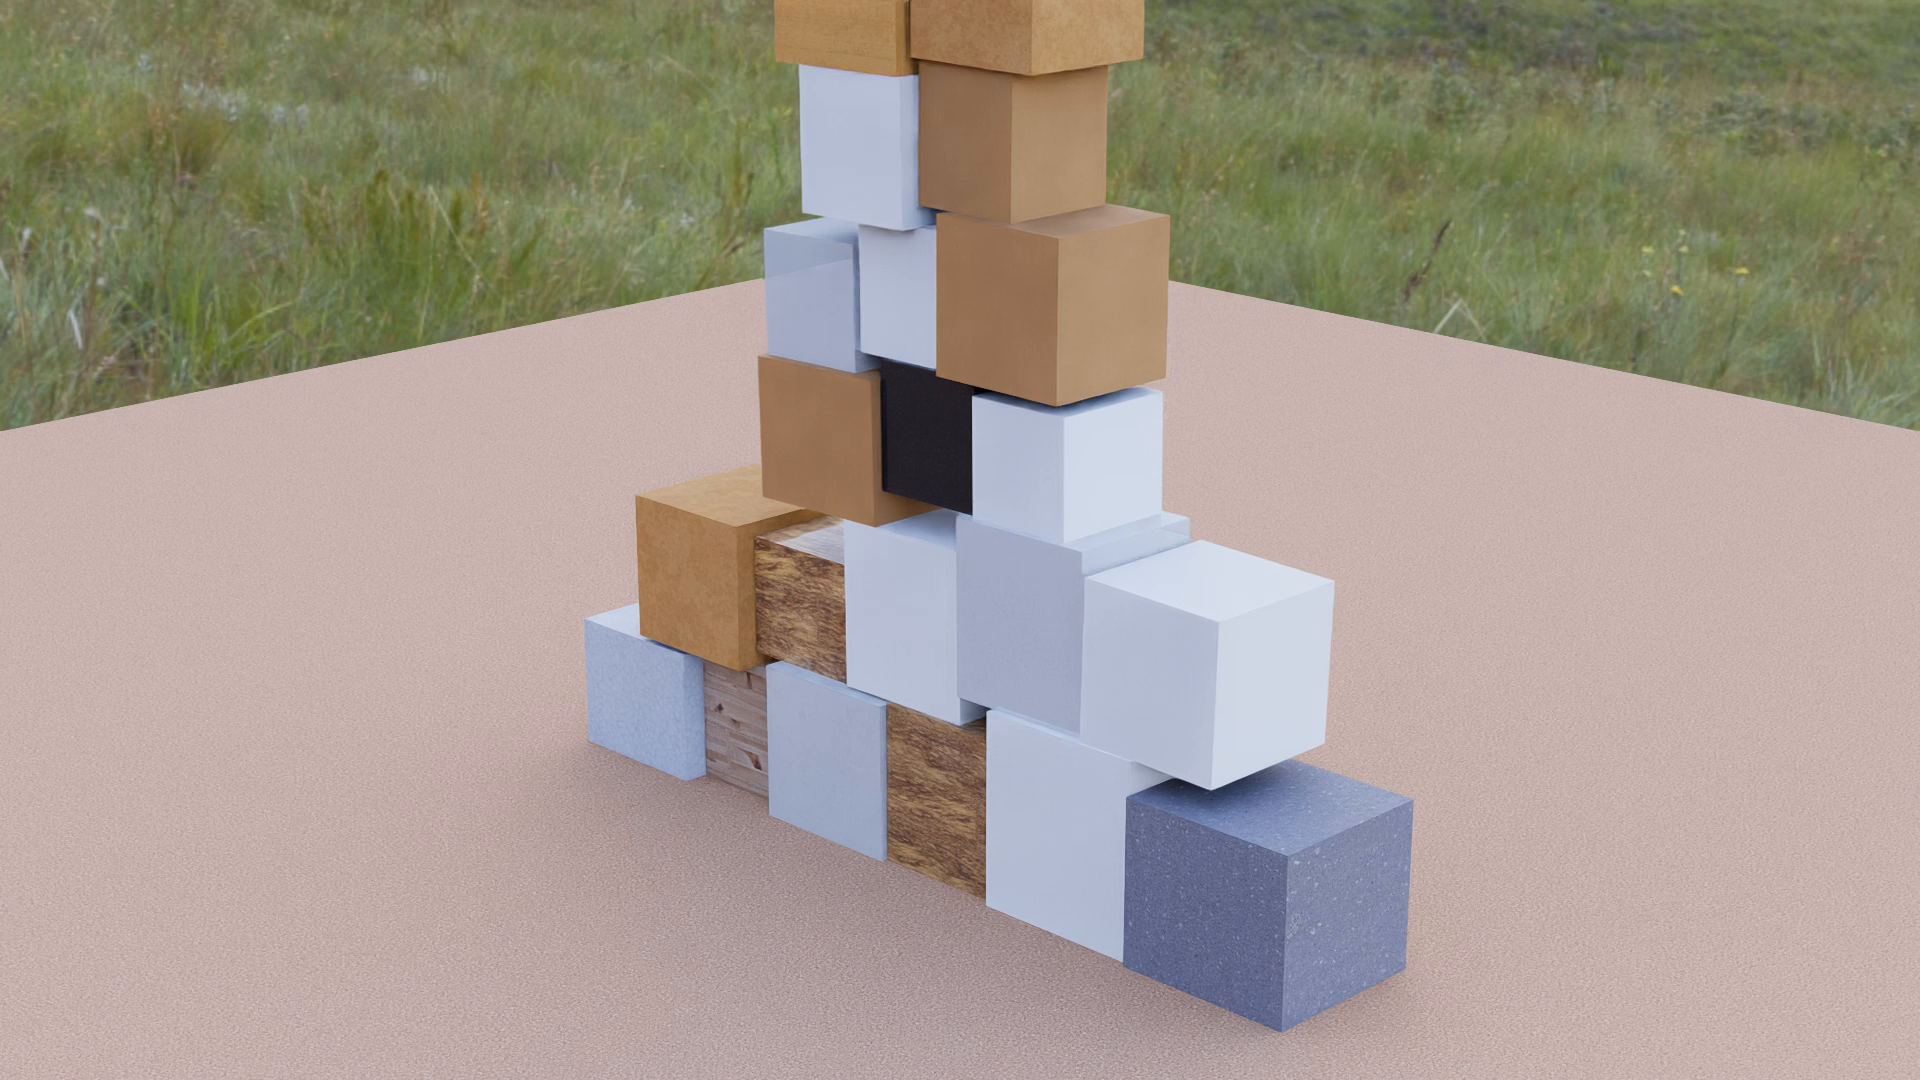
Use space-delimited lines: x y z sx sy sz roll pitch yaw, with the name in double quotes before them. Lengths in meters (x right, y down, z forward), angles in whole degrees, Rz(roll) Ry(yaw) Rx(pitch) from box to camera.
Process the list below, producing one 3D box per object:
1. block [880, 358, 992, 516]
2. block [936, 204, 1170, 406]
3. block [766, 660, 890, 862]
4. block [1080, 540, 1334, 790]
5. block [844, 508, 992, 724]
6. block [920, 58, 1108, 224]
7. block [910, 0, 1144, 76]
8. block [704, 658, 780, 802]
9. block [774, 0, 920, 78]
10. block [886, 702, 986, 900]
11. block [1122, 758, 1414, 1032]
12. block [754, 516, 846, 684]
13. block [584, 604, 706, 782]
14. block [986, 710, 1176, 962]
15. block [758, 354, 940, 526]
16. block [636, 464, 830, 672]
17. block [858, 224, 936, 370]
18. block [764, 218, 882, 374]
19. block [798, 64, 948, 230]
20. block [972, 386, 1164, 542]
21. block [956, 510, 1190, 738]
"block" 0.060 -0.515 13.100 0.581 0.610 0.583 -17 23 -42
"block" 0.395 -1.044 12.573 0.713 0.712 0.692 17 24 42
"block" -0.369 0.961 14.011 0.773 0.765 0.782 -17 24 -42
"block" 1.040 0.513 12.397 0.747 0.735 0.734 -17 25 -42
"block" -0.035 0.294 13.454 0.654 0.812 0.740 -17 23 -42
"block" 0.227 -1.751 12.563 0.550 0.639 0.587 17 24 42
"block" 0.284 -2.324 12.339 0.710 0.590 0.686 17 24 42
"block" -0.853 0.847 14.502 0.571 0.687 0.594 -17 24 -42
"block" -0.284 -2.411 12.867 0.742 0.609 0.770 -17 23 -42
"block" 0.155 1.109 13.518 0.723 0.779 0.667 -17 24 -42
"block" 1.299 1.456 12.410 0.834 0.782 0.869 -17 24 -42
"block" -0.536 0.268 13.969 0.581 0.583 0.663 -17 24 -42
"block" -1.345 0.711 14.974 0.807 0.664 0.777 -17 24 -42
"block" 0.704 1.197 12.988 0.820 0.928 0.842 -17 24 -42
"block" -0.429 -0.523 13.602 0.654 0.677 0.760 -17 23 -42
"block" -1.045 0.122 14.454 0.782 0.726 0.752 -17 24 -42
"block" -0.049 -1.138 13.048 0.557 0.614 0.565 -17 23 -42
"block" -0.471 -1.150 13.497 0.604 0.586 0.594 -17 23 -42
"block" -0.226 -1.787 12.996 0.718 0.660 0.637 -17 23 -42
"block" 0.466 -0.369 12.721 0.626 0.546 0.543 -17 23 -42
"block" 0.494 0.301 12.892 0.691 0.836 0.748 -17 23 -42
